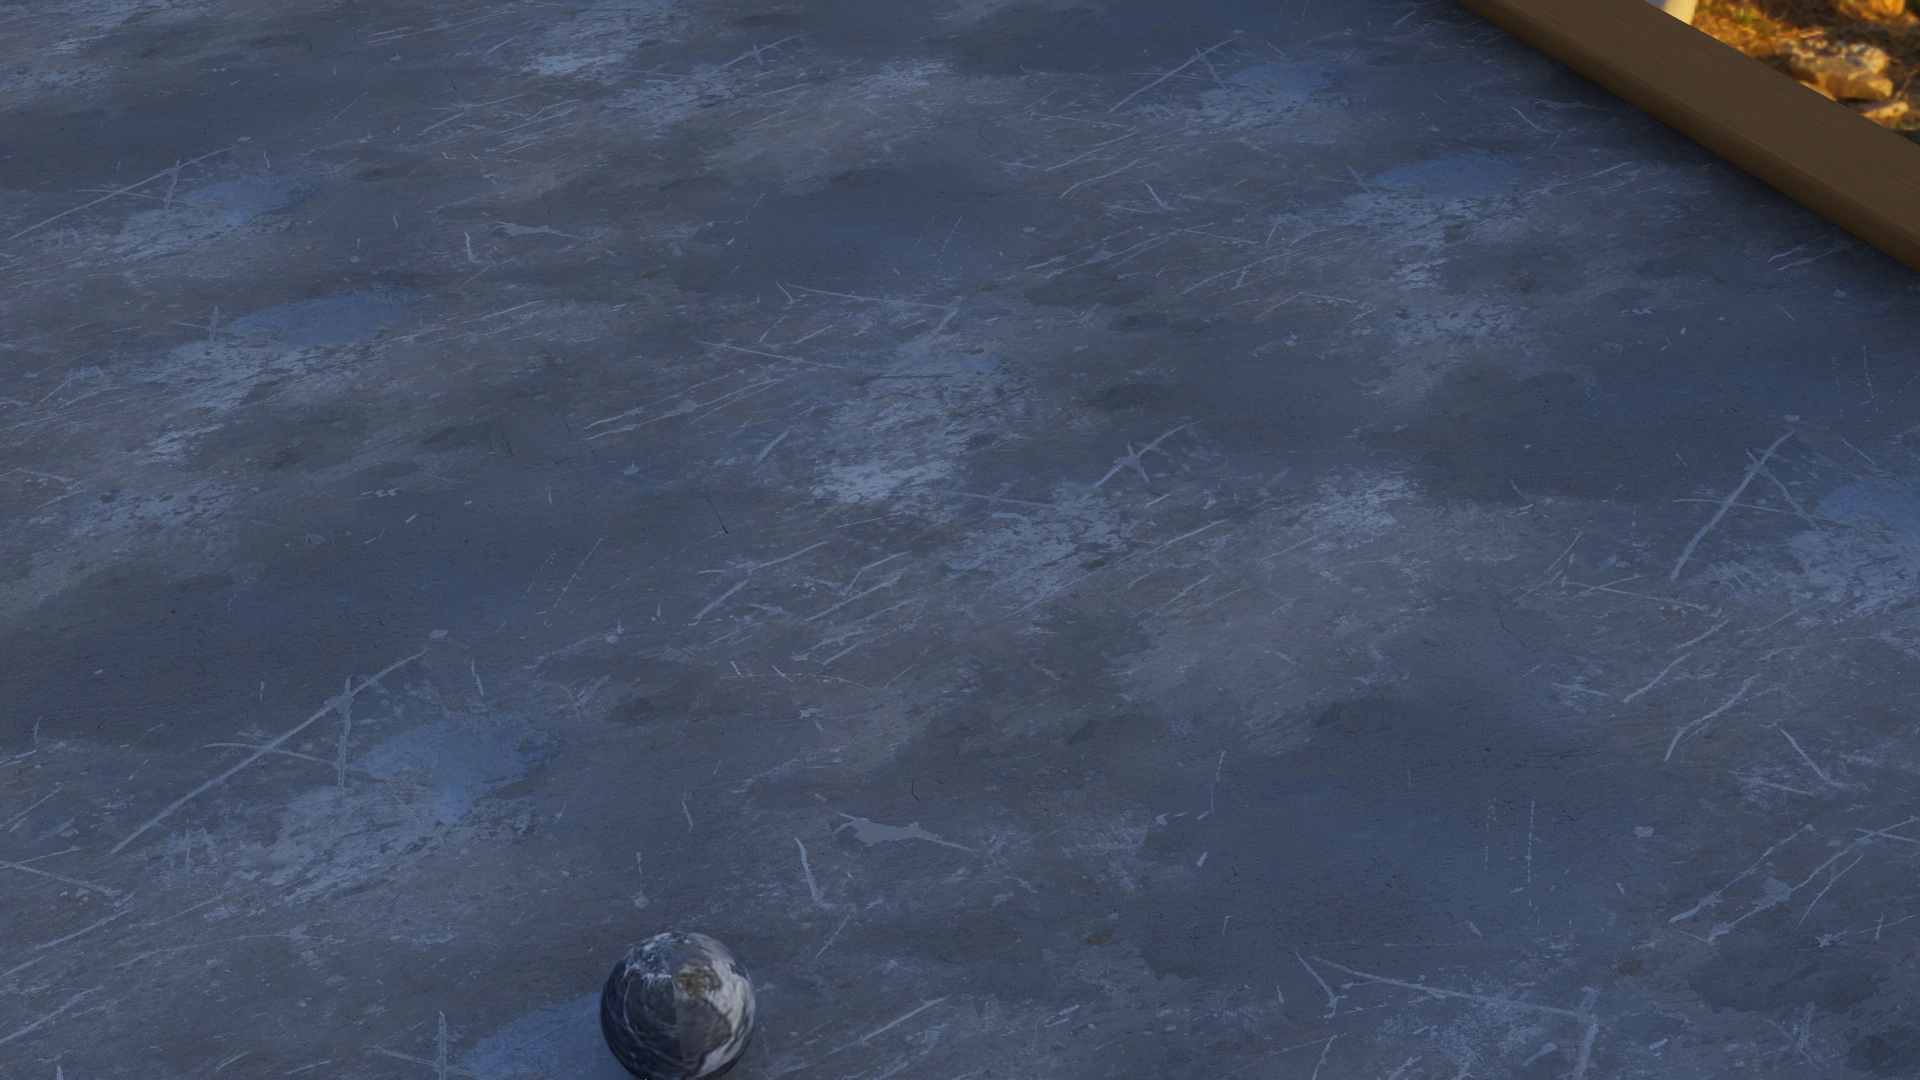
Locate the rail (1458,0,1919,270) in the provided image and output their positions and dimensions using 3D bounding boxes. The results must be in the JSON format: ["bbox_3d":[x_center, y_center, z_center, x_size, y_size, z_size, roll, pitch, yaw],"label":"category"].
[{"bbox_3d":[0.574,-0.518,2.890,0.045,0.100,3.397,-9,28,-17],"label":"rail"}]

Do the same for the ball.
[{"bbox_3d":[-0.139,0.232,1.451,0.077,0.077,0.077,0,27,0],"label":"ball"}]
